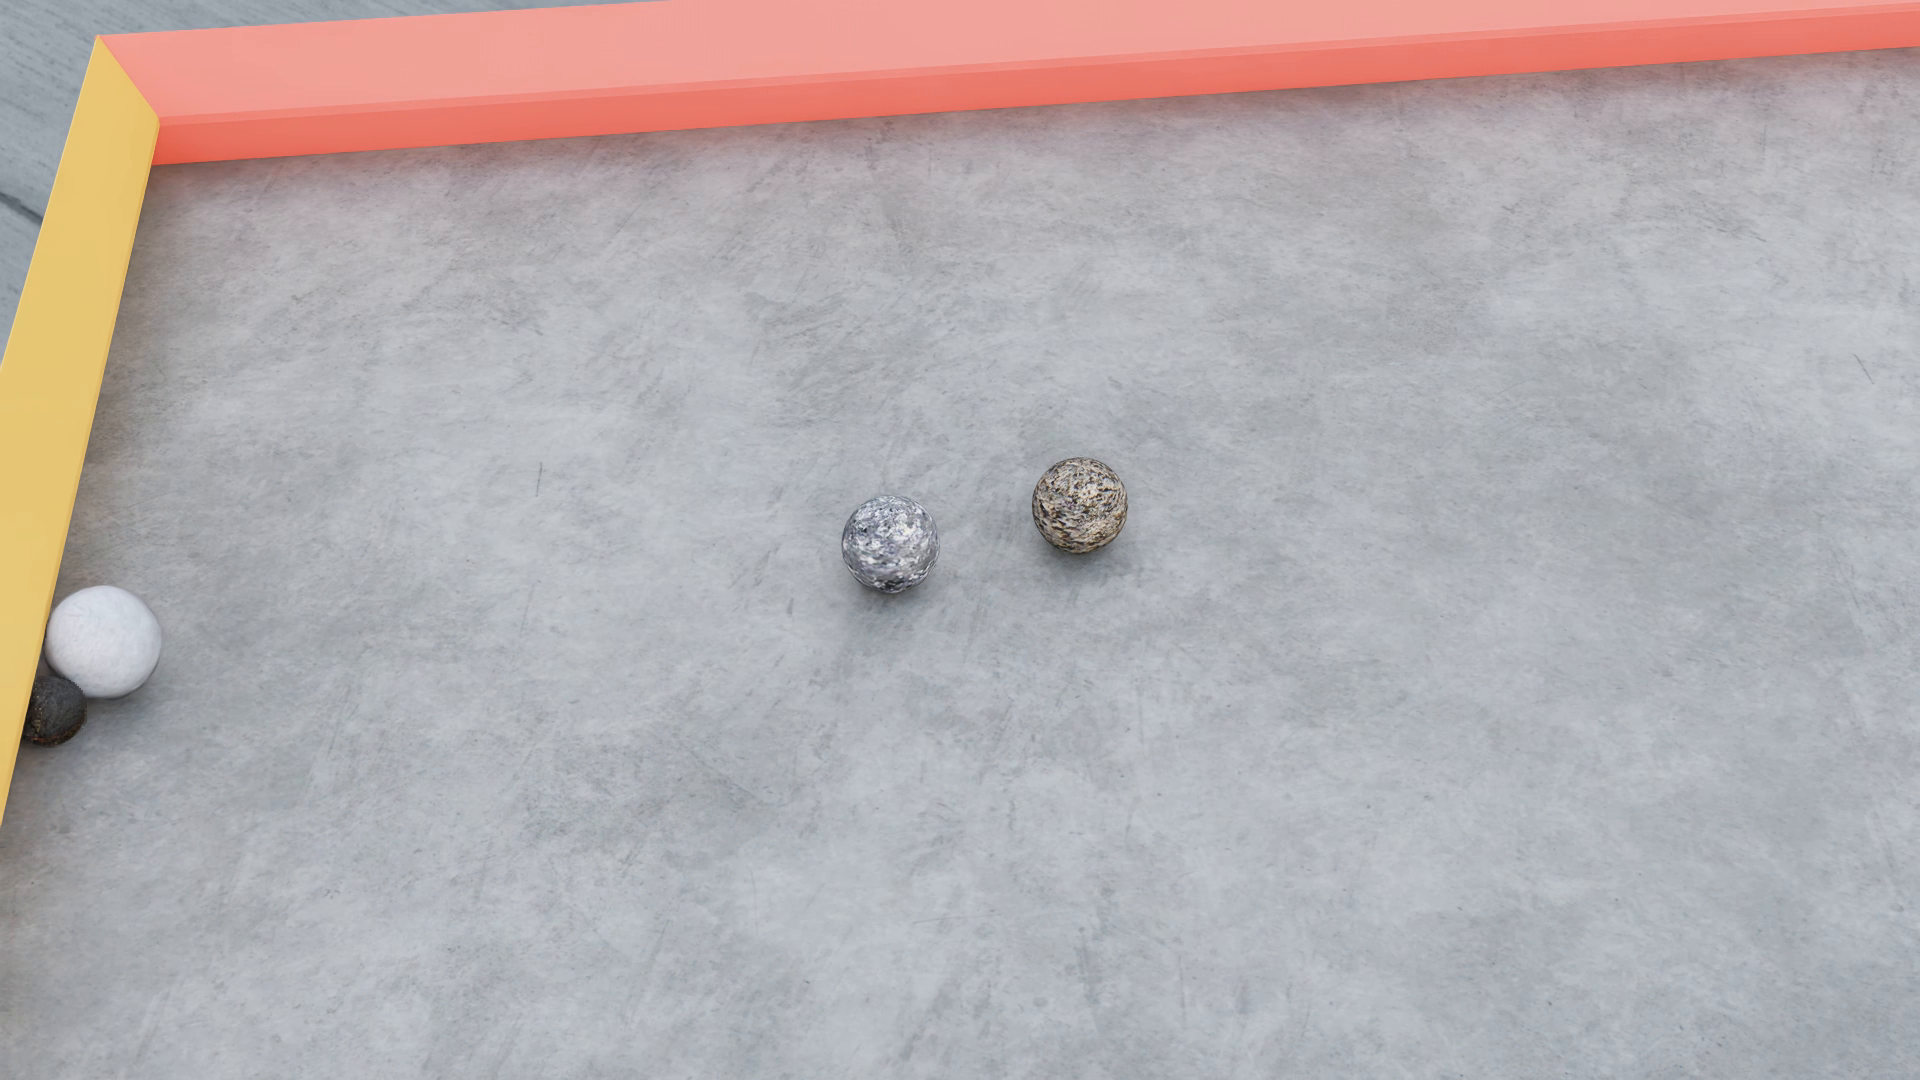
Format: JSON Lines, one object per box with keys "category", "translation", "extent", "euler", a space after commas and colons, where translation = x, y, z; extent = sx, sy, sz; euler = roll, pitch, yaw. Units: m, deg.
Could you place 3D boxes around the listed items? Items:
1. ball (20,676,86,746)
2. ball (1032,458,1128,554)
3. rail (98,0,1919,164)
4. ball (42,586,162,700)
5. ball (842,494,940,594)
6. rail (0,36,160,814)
{"category": "ball", "translation": [-0.563, 0.106, 1.587], "extent": [0.043, 0.043, 0.043], "euler": [0, 36, 0]}
{"category": "ball", "translation": [0.082, -0.023, 1.748], "extent": [0.066, 0.066, 0.066], "euler": [0, 36, 0]}
{"category": "rail", "translation": [0.520, -0.470, 2.322], "extent": [2.512, 0.121, 0.045], "euler": [-5, 36, -7]}
{"category": "ball", "translation": [-0.541, 0.065, 1.619], "extent": [0.072, 0.072, 0.072], "euler": [0, 36, 0]}
{"category": "ball", "translation": [-0.046, 0.003, 1.711], "extent": [0.066, 0.066, 0.066], "euler": [0, 36, 0]}
{"category": "rail", "translation": [-0.598, 0.028, 1.627], "extent": [0.045, 0.121, 1.404], "euler": [-5, 36, -7]}
